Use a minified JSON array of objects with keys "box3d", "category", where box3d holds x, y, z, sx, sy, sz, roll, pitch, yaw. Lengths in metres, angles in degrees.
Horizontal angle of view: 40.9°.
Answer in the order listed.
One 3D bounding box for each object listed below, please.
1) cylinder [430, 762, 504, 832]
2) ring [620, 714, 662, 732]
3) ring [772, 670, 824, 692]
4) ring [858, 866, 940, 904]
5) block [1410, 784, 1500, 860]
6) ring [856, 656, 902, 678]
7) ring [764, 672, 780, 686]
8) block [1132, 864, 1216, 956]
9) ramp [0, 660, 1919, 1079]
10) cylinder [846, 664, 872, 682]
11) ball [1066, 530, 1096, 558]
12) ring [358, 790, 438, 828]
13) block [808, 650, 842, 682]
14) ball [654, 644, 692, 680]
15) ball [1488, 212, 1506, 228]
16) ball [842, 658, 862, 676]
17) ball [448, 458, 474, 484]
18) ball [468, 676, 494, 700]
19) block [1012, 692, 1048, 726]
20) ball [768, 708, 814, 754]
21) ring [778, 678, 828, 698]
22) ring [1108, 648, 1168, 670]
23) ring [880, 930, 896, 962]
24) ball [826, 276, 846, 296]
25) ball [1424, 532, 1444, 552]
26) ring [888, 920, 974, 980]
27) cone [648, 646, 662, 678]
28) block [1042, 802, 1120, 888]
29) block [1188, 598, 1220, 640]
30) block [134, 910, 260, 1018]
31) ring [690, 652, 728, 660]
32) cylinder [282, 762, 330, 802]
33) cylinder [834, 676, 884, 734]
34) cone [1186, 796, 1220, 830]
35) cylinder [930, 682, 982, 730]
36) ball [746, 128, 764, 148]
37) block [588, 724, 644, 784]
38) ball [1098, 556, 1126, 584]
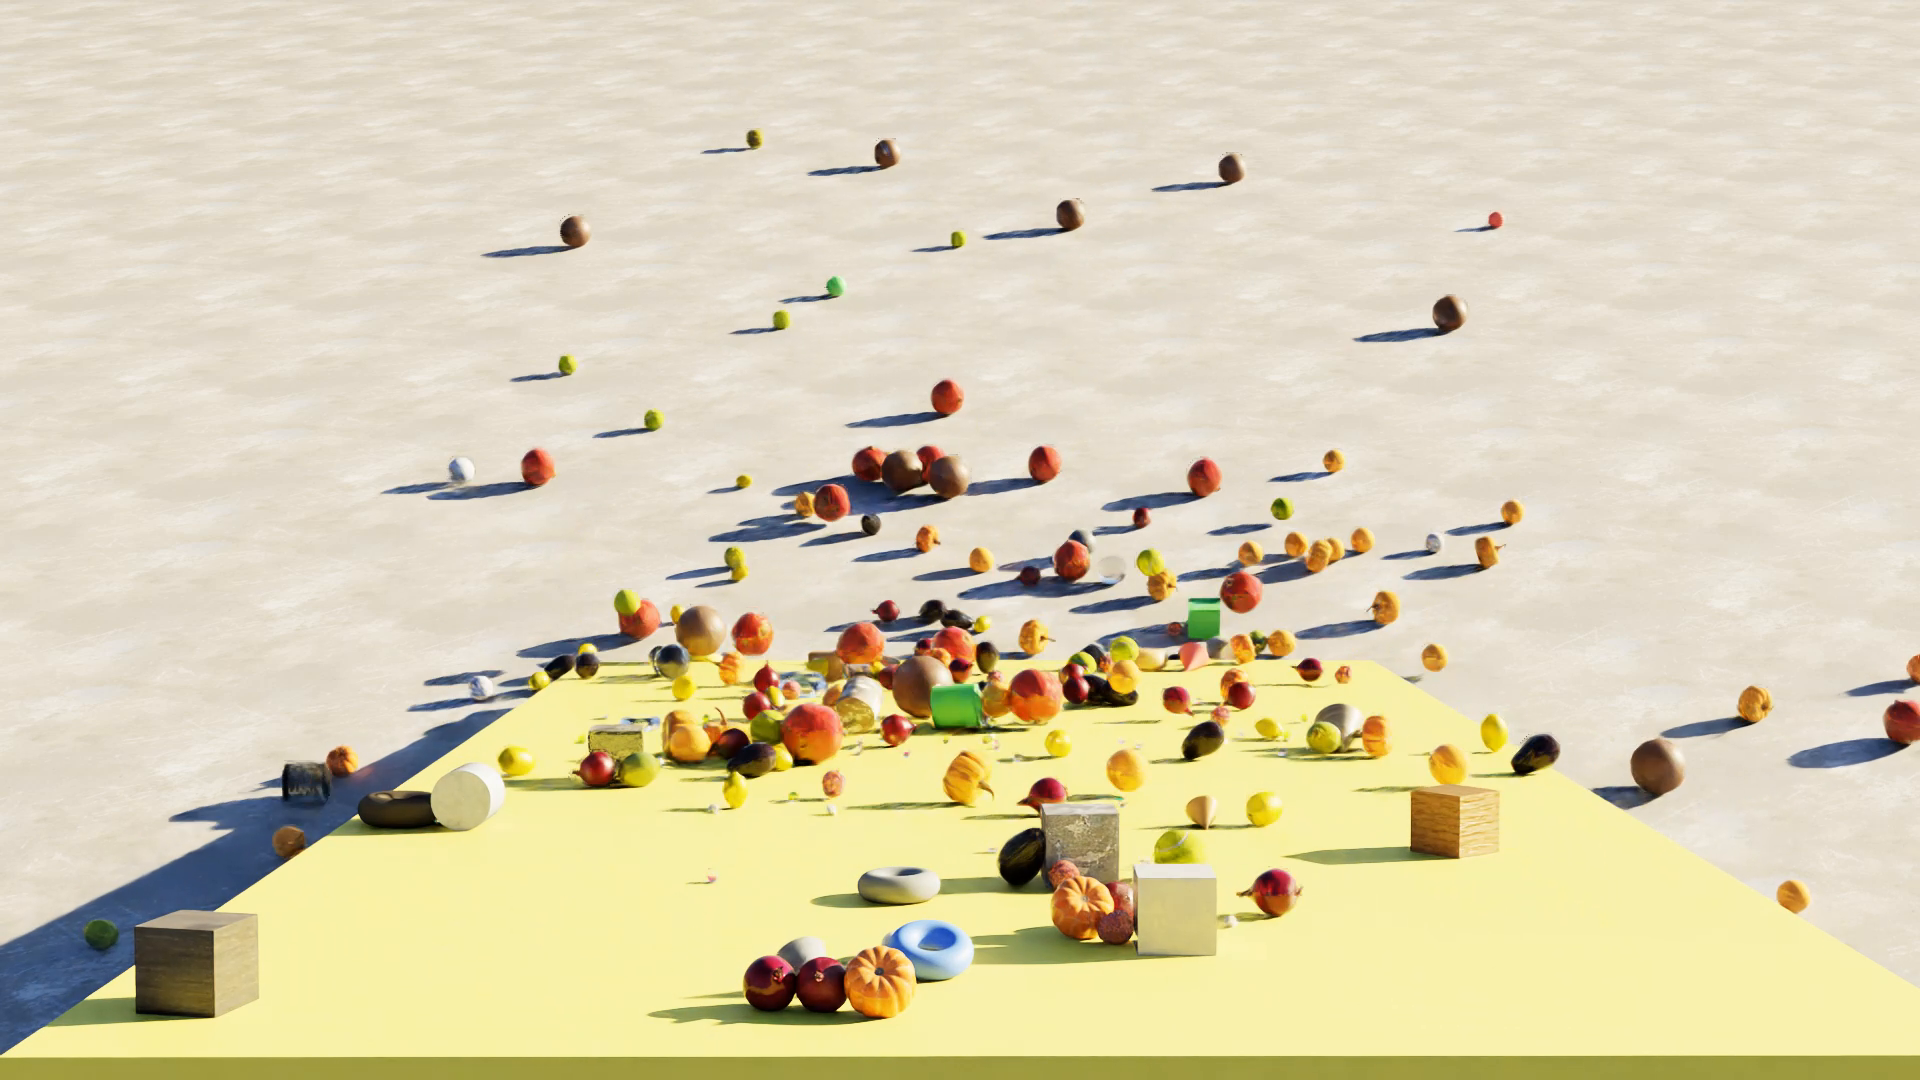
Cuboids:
[{"box3d":[-0.752,0.392,3.933,0.093,0.093,0.093,1,3,3],"category":"cylinder"},{"box3d":[-0.636,0.365,5.116,0.083,0.028,0.083,-1,4,0],"category":"ring"},{"box3d":[-0.367,0.321,5.835,0.124,0.041,0.124,-2,3,0],"category":"ring"},{"box3d":[-0.080,0.450,3.348,0.109,0.036,0.109,-1,3,0],"category":"ring"},{"box3d":[0.712,0.404,3.700,0.090,0.090,0.090,-2,4,-40],"category":"block"},{"box3d":[-0.206,0.303,6.168,0.134,0.045,0.134,-1,4,0],"category":"ring"},{"box3d":[-0.404,0.321,5.934,0.094,0.031,0.094,-1,2,0],"category":"ring"},{"box3d":[0.253,0.437,3.040,0.092,0.092,0.092,0,3,0],"category":"block"},{"box3d":[0.051,0.457,4.533,2.000,0.100,4.000,0,3,0],"category":"ramp"},{"box3d":[-0.232,0.312,5.870,0.056,0.056,0.056,0,22,-6],"category":"cylinder"},{"box3d":[0.350,0.011,7.405,0.086,0.086,0.086,0,22,0],"category":"ball"},{"box3d":[-0.859,0.414,3.961,0.135,0.045,0.135,1,3,0],"category":"ring"},{"box3d":[-0.318,0.297,6.055,0.068,0.068,0.068,0,3,7],"category":"block"},{"box3d":[-0.675,0.287,6.050,0.086,0.086,0.086,0,22,0],"category":"ball"},{"box3d":[2.263,-1.350,10.831,0.070,0.070,0.070,0,22,0],"category":"ball"},{"box3d":[-0.254,0.304,6.089,0.051,0.051,0.051,0,22,0],"category":"ball"},{"box3d":[-1.548,-0.215,7.976,0.082,0.082,0.082,0,22,0],"category":"ball"},{"box3d":[-1.216,0.376,6.525,0.063,0.063,0.063,0,22,0],"category":"ball"},{"box3d":[0.141,0.341,5.207,0.061,0.061,0.061,-1,0,-14],"category":"block"},{"box3d":[-0.311,0.354,4.747,0.086,0.086,0.086,0,22,0],"category":"ball"},{"box3d":[-0.349,0.329,5.723,0.111,0.037,0.111,0,5,0],"category":"ring"},{"box3d":[0.439,0.292,6.308,0.150,0.050,0.150,1,0,0],"category":"ring"},{"box3d":[-0.044,0.470,2.976,0.098,0.033,0.098,-1,4,0],"category":"ring"},{"box3d":[-0.475,-0.975,9.885,0.077,0.077,0.077,0,22,0],"category":"ball"},{"box3d":[1.377,0.007,7.455,0.057,0.057,0.057,0,22,0],"category":"ball"},{"box3d":[-0.033,0.462,2.899,0.097,0.032,0.097,4,24,-2],"category":"ring"},{"box3d":[-0.716,0.307,6.156,0.081,0.081,0.081,3,30,7],"category":"cone"},{"box3d":[0.162,0.412,3.473,0.098,0.098,0.098,0,3,-2],"category":"block"},{"box3d":[0.655,0.210,6.910,0.084,0.084,0.084,1,22,4],"category":"block"},{"box3d":[-0.814,0.452,2.745,0.093,0.093,0.093,1,3,14],"category":"block"},{"box3d":[-0.652,0.325,6.594,0.138,0.138,0.046,3,66,6],"category":"ring"},{"box3d":[-1.527,0.566,6.009,0.091,0.091,0.091,-1,22,-2],"category":"cylinder"},{"box3d":[-0.200,0.325,5.056,0.084,0.084,0.084,4,28,10],"category":"cylinder"},{"box3d":[0.373,0.426,3.914,0.054,0.054,0.054,-1,30,-2],"category":"cone"},{"box3d":[-0.007,0.331,5.115,0.086,0.086,0.086,-6,21,10],"category":"cylinder"},{"box3d":[-0.971,-1.901,12.182,0.091,0.091,0.091,0,22,0],"category":"ball"},{"box3d":[-0.591,0.368,4.422,0.090,0.090,0.090,0,3,-5],"category":"block"},{"box3d":[0.427,0.085,7.225,0.083,0.083,0.083,0,22,0],"category":"ball"}]
